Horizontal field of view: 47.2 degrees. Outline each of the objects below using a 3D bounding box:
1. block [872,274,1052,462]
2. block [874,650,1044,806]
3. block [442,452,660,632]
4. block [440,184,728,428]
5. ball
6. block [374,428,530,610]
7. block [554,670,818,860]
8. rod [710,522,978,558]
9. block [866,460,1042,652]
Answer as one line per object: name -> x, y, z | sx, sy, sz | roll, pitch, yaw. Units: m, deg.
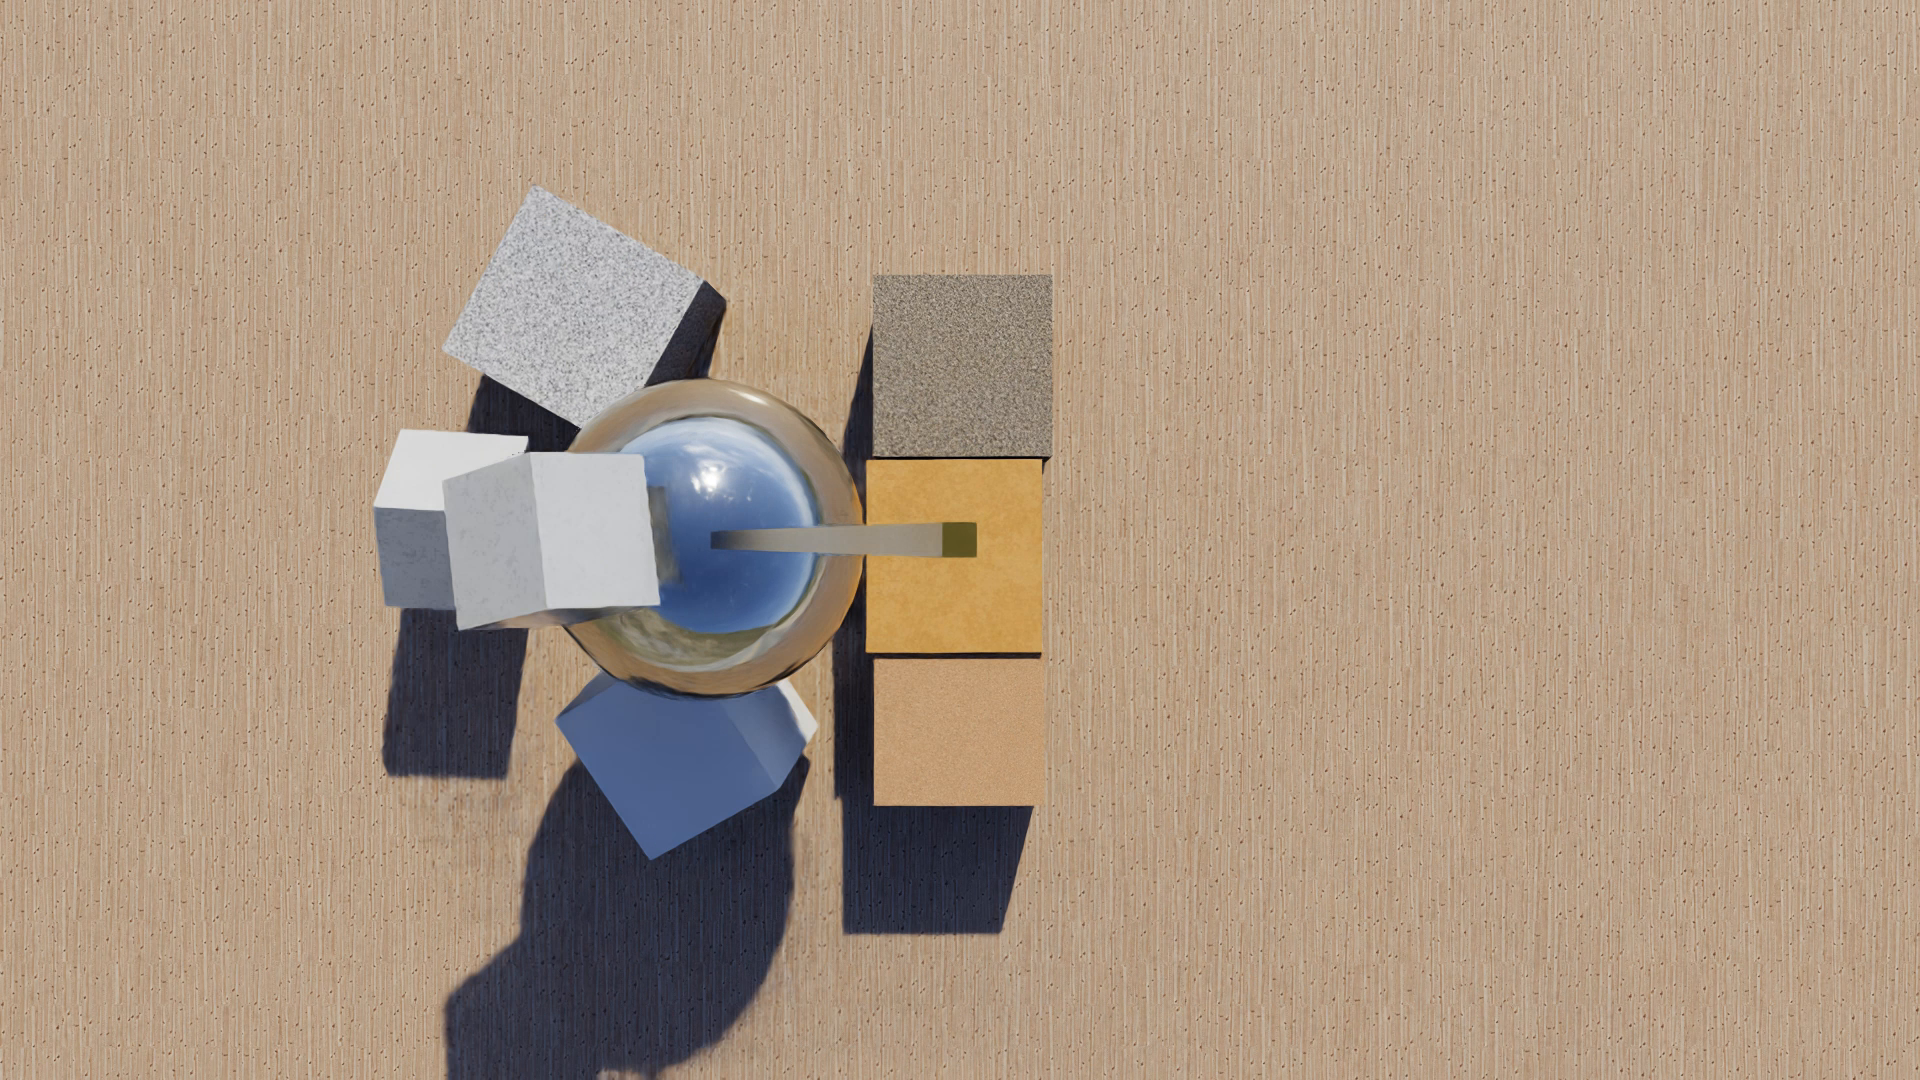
block -> 0.016, -0.956, 12.524 | 0.984, 0.951, 0.995 | 0, 90, 0
block -> -0.004, 1.038, 12.537 | 0.938, 0.926, 0.841 | 0, 90, 0
block -> -1.829, 0.011, 9.831 | 0.662, 0.619, 0.681 | -13, 82, 42
block -> -2.104, -1.226, 12.490 | 1.072, 0.993, 1.039 | 29, 90, 1
ball -> -1.267, 0.000, 10.819 | 1.600, 1.600, 1.600 | 0, 90, 0
block -> -2.738, -0.105, 11.982 | 0.696, 0.707, 0.677 | 3, 128, -2
block -> -1.514, 1.028, 12.350 | 0.878, 0.948, 0.946 | -30, 99, 17
rod -> -0.549, 0.000, 7.496 | 0.080, 5.200, 0.080 | 0, 90, -12
block -> -0.033, 0.087, 12.516 | 0.966, 0.969, 1.055 | 0, 90, 0
